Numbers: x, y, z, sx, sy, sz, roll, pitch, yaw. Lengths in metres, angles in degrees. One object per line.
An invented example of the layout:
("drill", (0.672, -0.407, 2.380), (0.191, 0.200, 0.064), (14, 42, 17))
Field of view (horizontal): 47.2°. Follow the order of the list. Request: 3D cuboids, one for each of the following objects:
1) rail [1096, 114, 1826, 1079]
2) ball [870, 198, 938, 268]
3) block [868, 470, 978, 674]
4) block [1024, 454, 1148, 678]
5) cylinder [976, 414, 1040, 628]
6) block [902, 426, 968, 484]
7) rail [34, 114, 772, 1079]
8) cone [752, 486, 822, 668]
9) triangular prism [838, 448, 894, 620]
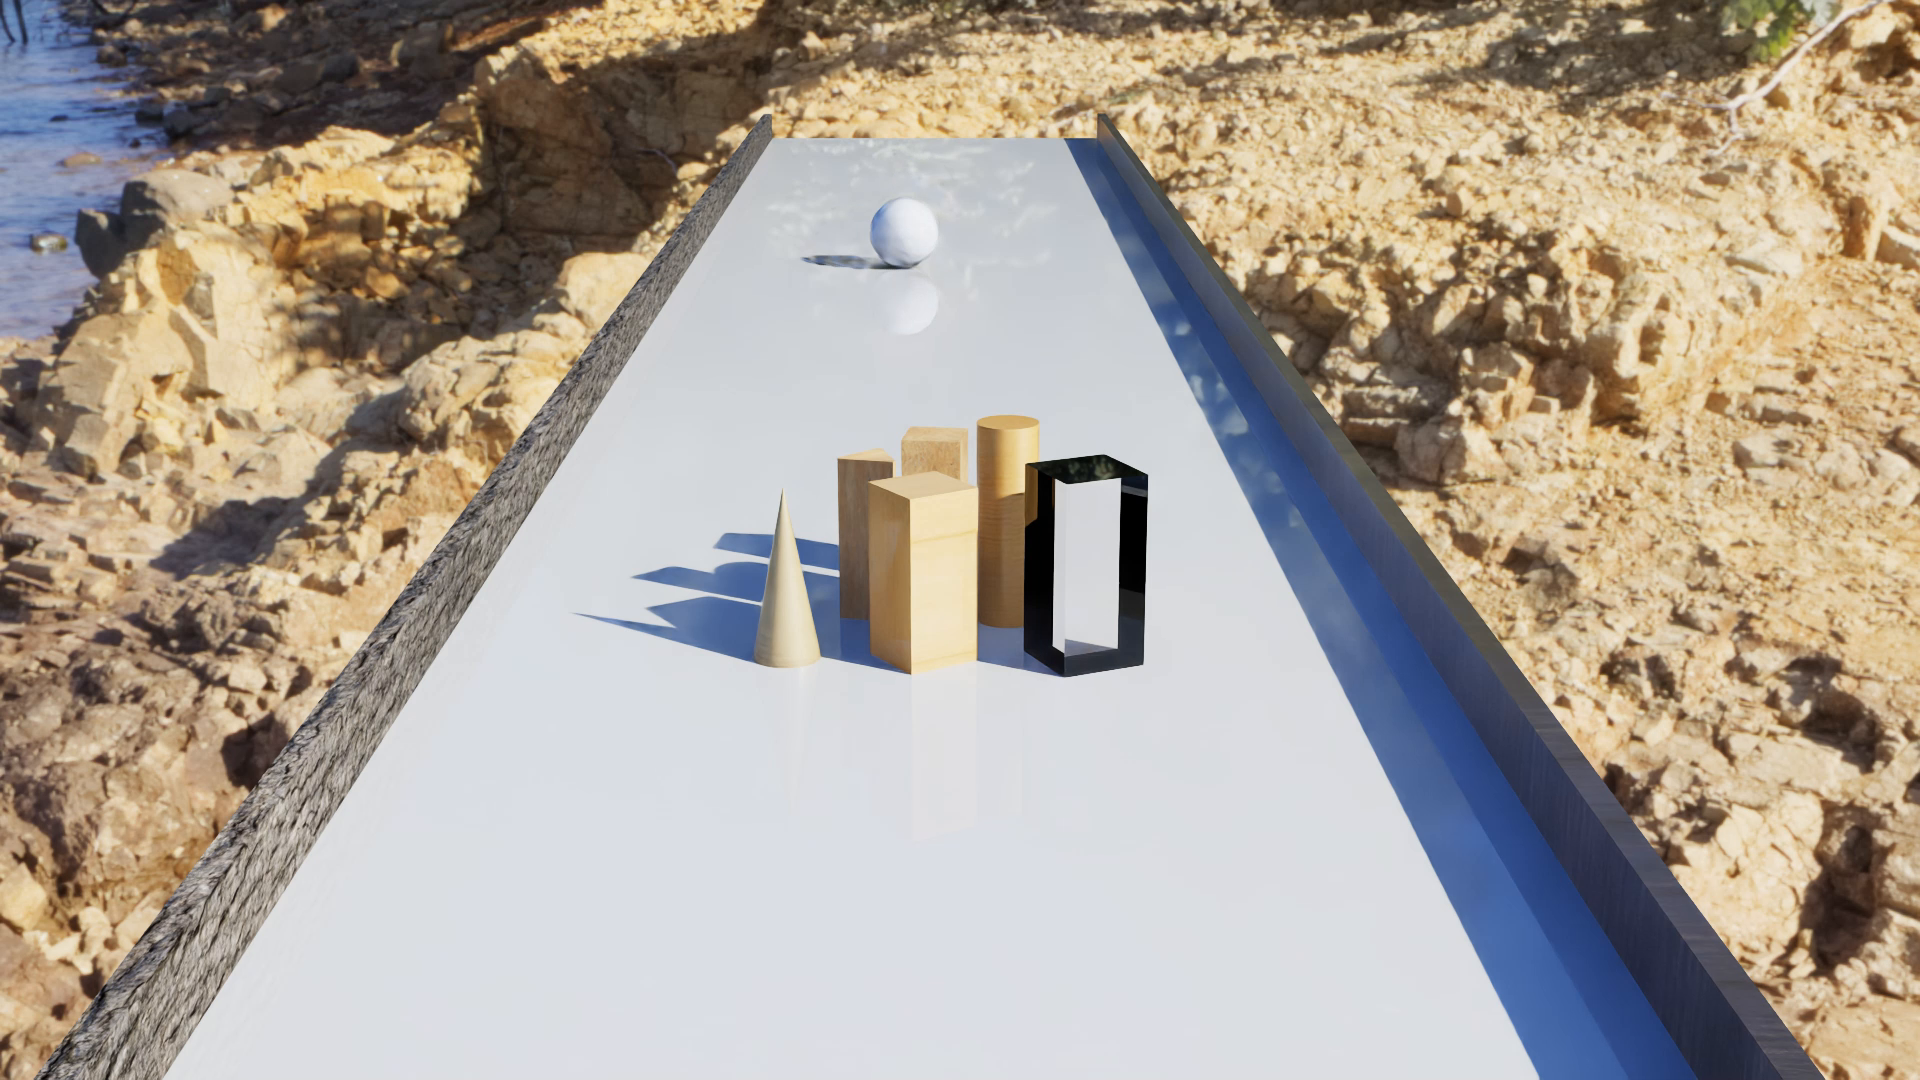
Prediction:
("rail", (0.932, -0.844, 7.801), (0.050, 0.150, 12.000), (0, 17, -1))
("ball", (-0.226, -1.249, 8.932), (0.281, 0.281, 0.281), (0, 17, 0))
("block", (-0.073, 0.063, 4.385), (0.157, 0.359, 0.157), (-11, 20, -32))
("block", (0.248, 0.049, 4.374), (0.179, 0.393, 0.179), (-8, 18, -24))
("cylinder", (0.099, -0.039, 4.607), (0.130, 0.428, 0.130), (0, 17, 0))
("block", (-0.055, -0.078, 4.917), (0.131, 0.326, 0.131), (2, 17, 7))
("rail", (-1.118, -0.838, 7.780), (0.050, 0.150, 12.000), (0, 17, -1))
("cone", (-0.349, 0.064, 4.385), (0.138, 0.357, 0.138), (0, 17, 0))
("triangular prism", (-0.182, -0.013, 4.659), (0.124, 0.349, 0.107), (4, 17, 13))
